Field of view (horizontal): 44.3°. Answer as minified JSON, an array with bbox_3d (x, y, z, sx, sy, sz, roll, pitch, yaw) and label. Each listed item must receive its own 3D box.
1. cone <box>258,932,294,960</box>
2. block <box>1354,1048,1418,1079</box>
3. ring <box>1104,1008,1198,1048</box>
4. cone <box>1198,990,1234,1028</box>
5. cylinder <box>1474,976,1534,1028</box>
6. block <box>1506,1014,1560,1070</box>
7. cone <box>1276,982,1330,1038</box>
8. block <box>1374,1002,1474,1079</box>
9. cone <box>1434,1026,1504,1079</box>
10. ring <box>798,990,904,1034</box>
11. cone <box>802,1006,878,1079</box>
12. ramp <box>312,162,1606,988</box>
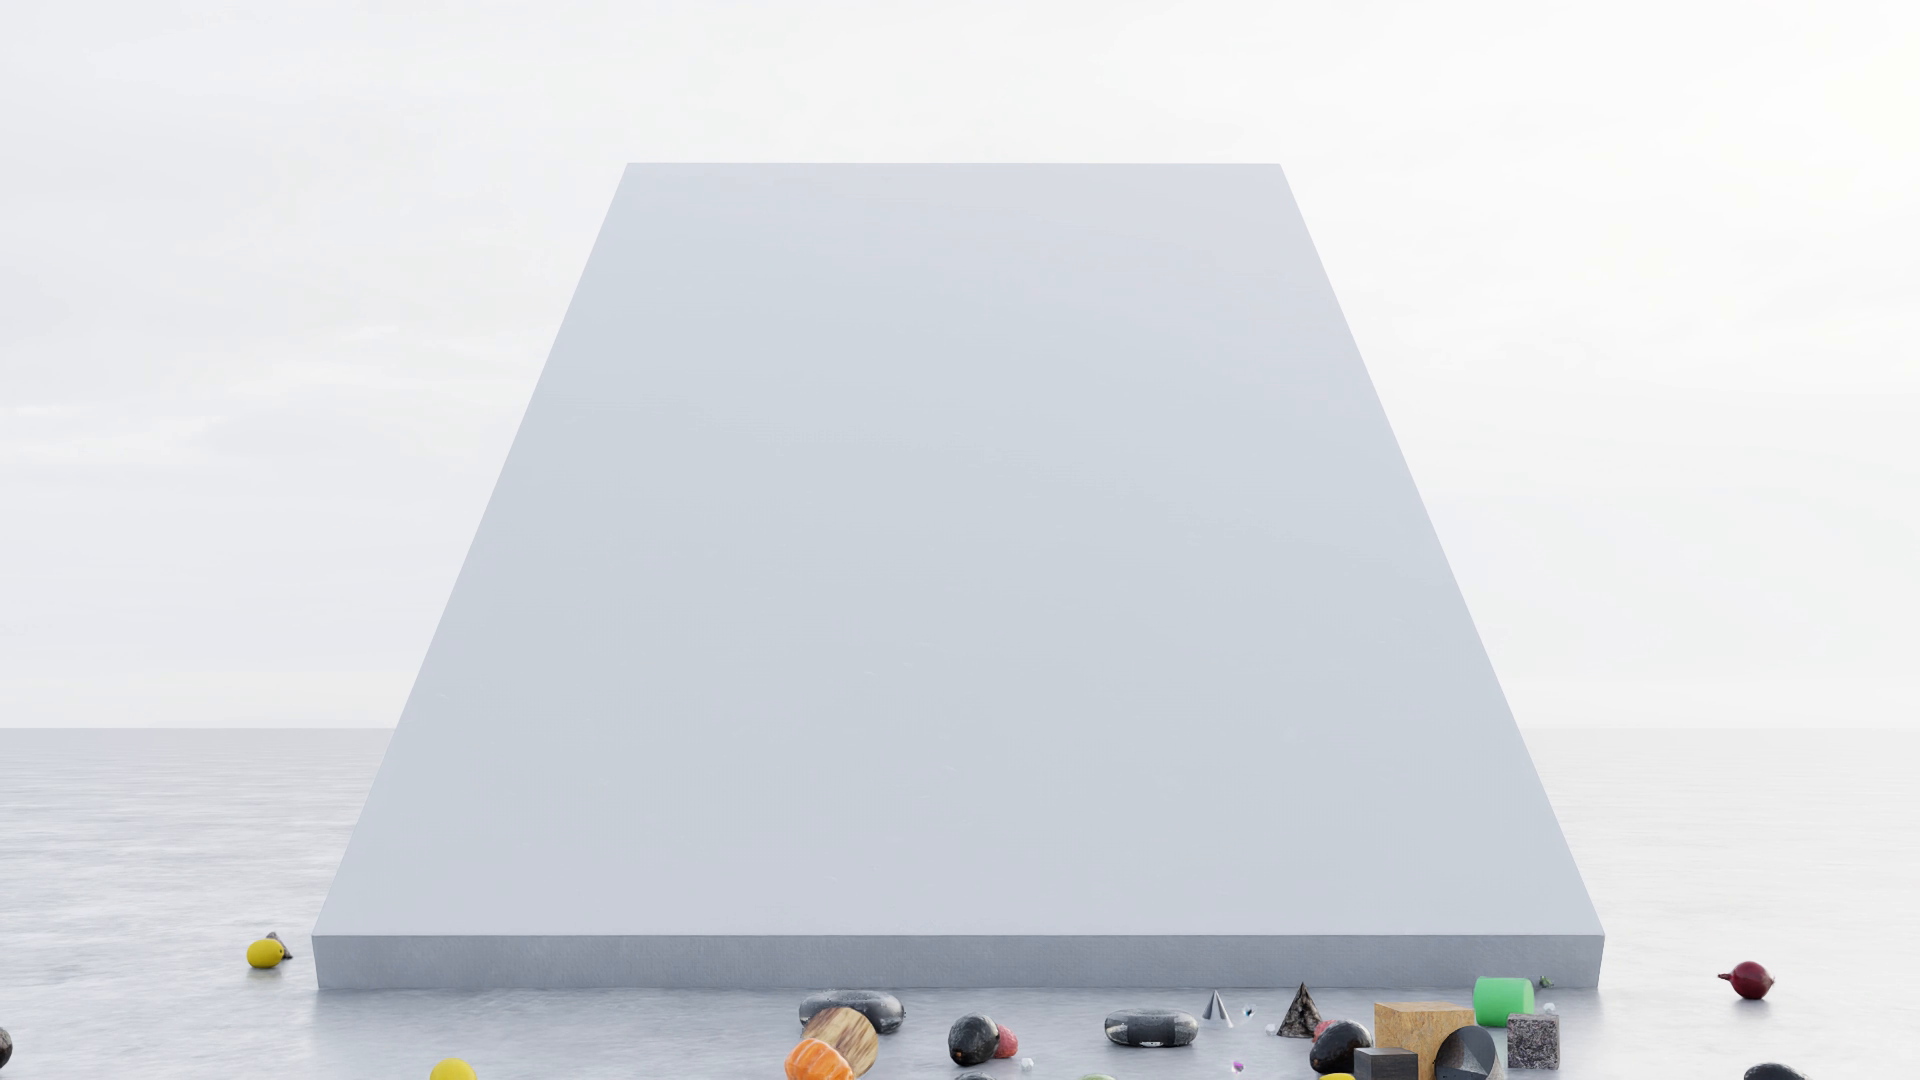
[{"bbox_3d":[-1.194,0.723,4.144,0.054,0.054,0.054,34,-23,-30],"label":"cone"},{"bbox_3d":[0.468,0.588,2.589,0.054,0.054,0.054,1,-4,-10],"label":"block"},{"bbox_3d":[0.247,0.631,3.054,0.122,0.041,0.122,0,-6,0],"label":"ring"},{"bbox_3d":[0.349,0.639,3.225,0.050,0.050,0.050,0,-4,0],"label":"cone"},{"bbox_3d":[0.742,0.630,3.216,0.066,0.066,0.066,-2,-5,26],"label":"cylinder"},{"bbox_3d":[0.694,0.606,2.855,0.058,0.058,0.058,-1,-5,17],"label":"block"},{"bbox_3d":[0.456,0.622,3.134,0.070,0.070,0.070,0,-4,0],"label":"cone"},{"bbox_3d":[0.535,0.581,2.717,0.087,0.087,0.087,1,-4,-11],"label":"block"},{"bbox_3d":[0.593,0.602,2.661,0.082,0.082,0.082,35,-24,-31],"label":"cone"},{"bbox_3d":[-0.146,0.637,3.176,0.143,0.048,0.143,0,-3,0],"label":"ring"},{"bbox_3d":[-0.148,0.610,2.787,0.090,0.090,0.090,1,-31,-13],"label":"cone"},{"bbox_3d":[-0.010,-0.228,5.461,2.000,0.100,4.000,0,26,0],"label":"ramp"}]
